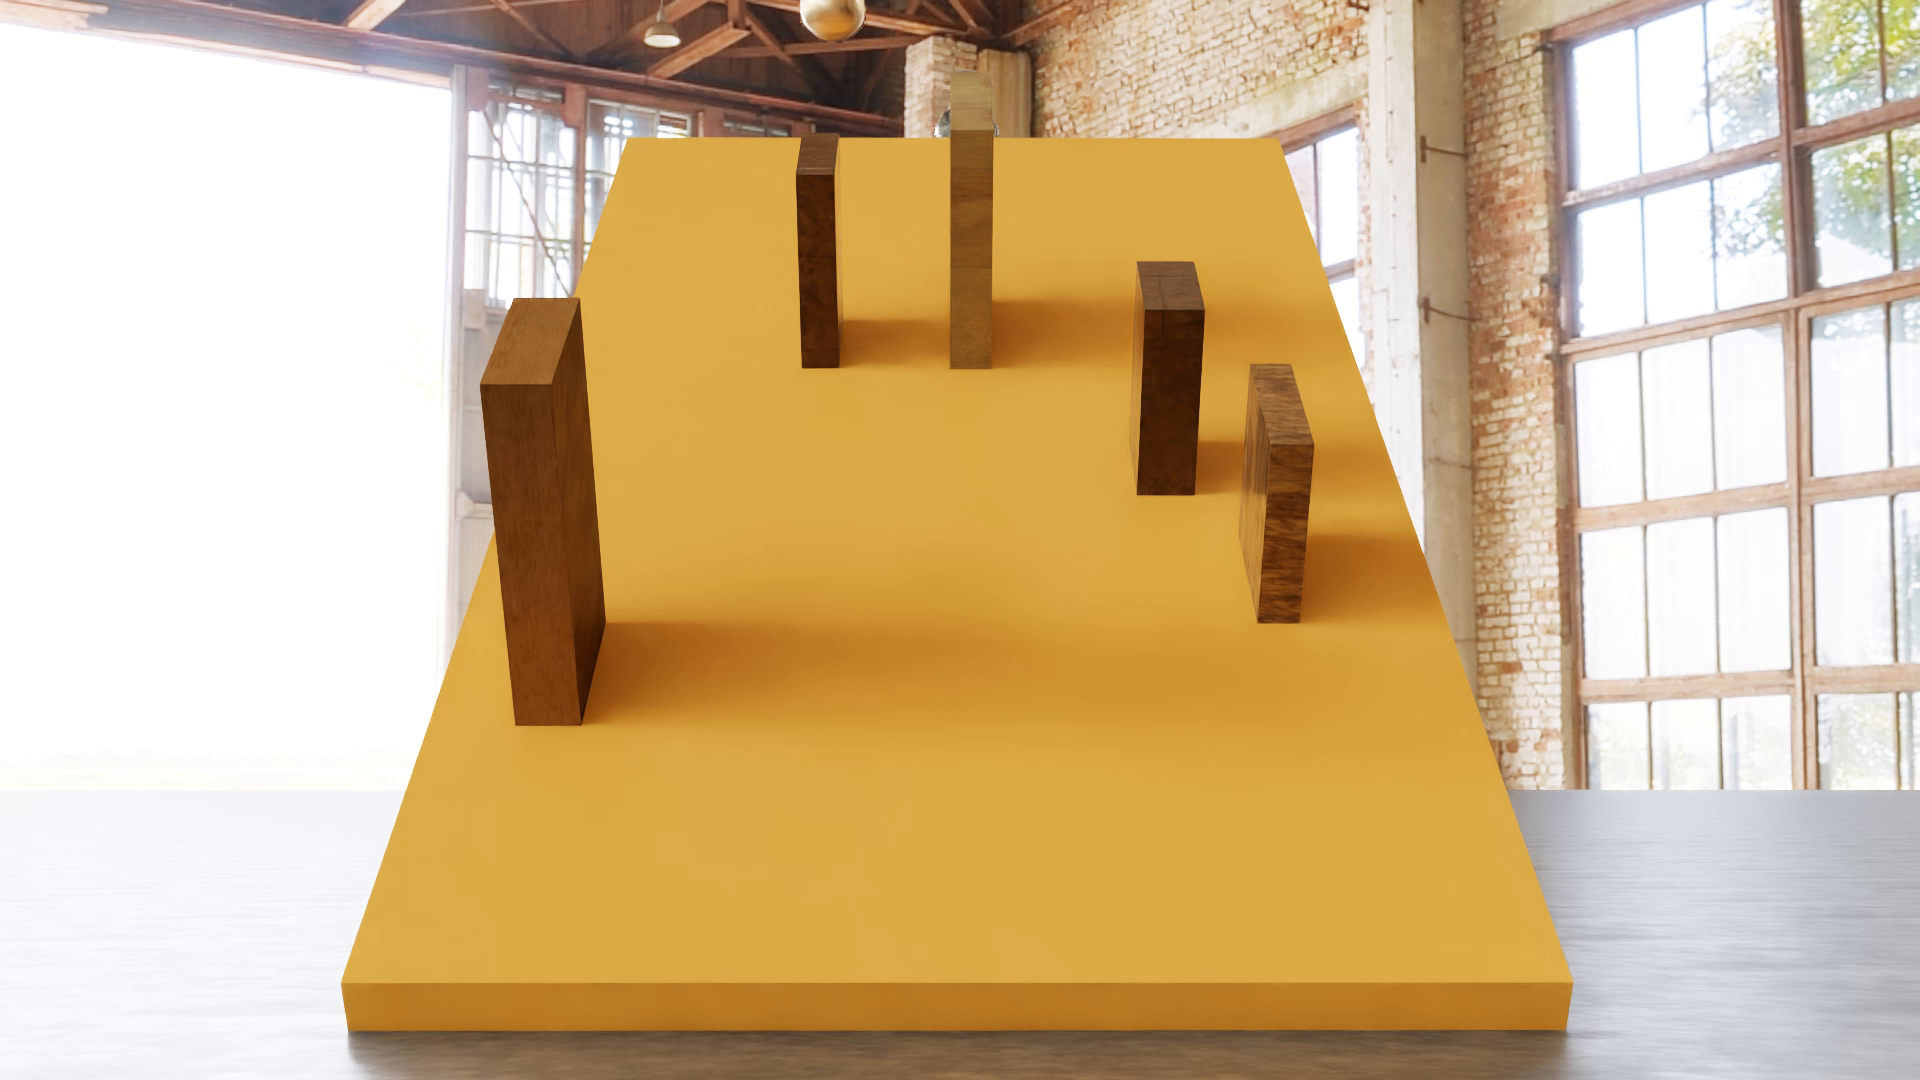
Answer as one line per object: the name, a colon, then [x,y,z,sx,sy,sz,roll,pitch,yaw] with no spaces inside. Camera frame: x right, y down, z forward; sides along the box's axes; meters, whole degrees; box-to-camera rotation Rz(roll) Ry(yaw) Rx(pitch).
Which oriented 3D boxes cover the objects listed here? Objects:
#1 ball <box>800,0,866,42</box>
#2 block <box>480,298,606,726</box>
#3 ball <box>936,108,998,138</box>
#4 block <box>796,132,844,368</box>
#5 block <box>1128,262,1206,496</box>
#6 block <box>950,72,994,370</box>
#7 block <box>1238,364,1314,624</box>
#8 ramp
ball: [-0.383,-1.604,7.254,0.195,0.195,0.195,0,-6,0]
block: [-0.779,-0.053,4.539,0.125,0.715,0.379,0,29,0]
ball: [0.022,-1.265,7.494,0.198,0.198,0.198,0,-6,0]
block: [-0.345,-0.715,5.940,0.092,0.505,0.290,0,29,0]
block: [0.459,-0.361,5.368,0.129,0.451,0.266,0,29,0]
block: [0.026,-0.794,5.967,0.101,0.617,0.420,0,29,0]
block: [0.647,-0.099,4.945,0.085,0.408,0.371,0,29,0]
ramp: [-0.012,-0.215,5.668,2.000,0.100,4.000,0,29,0]
